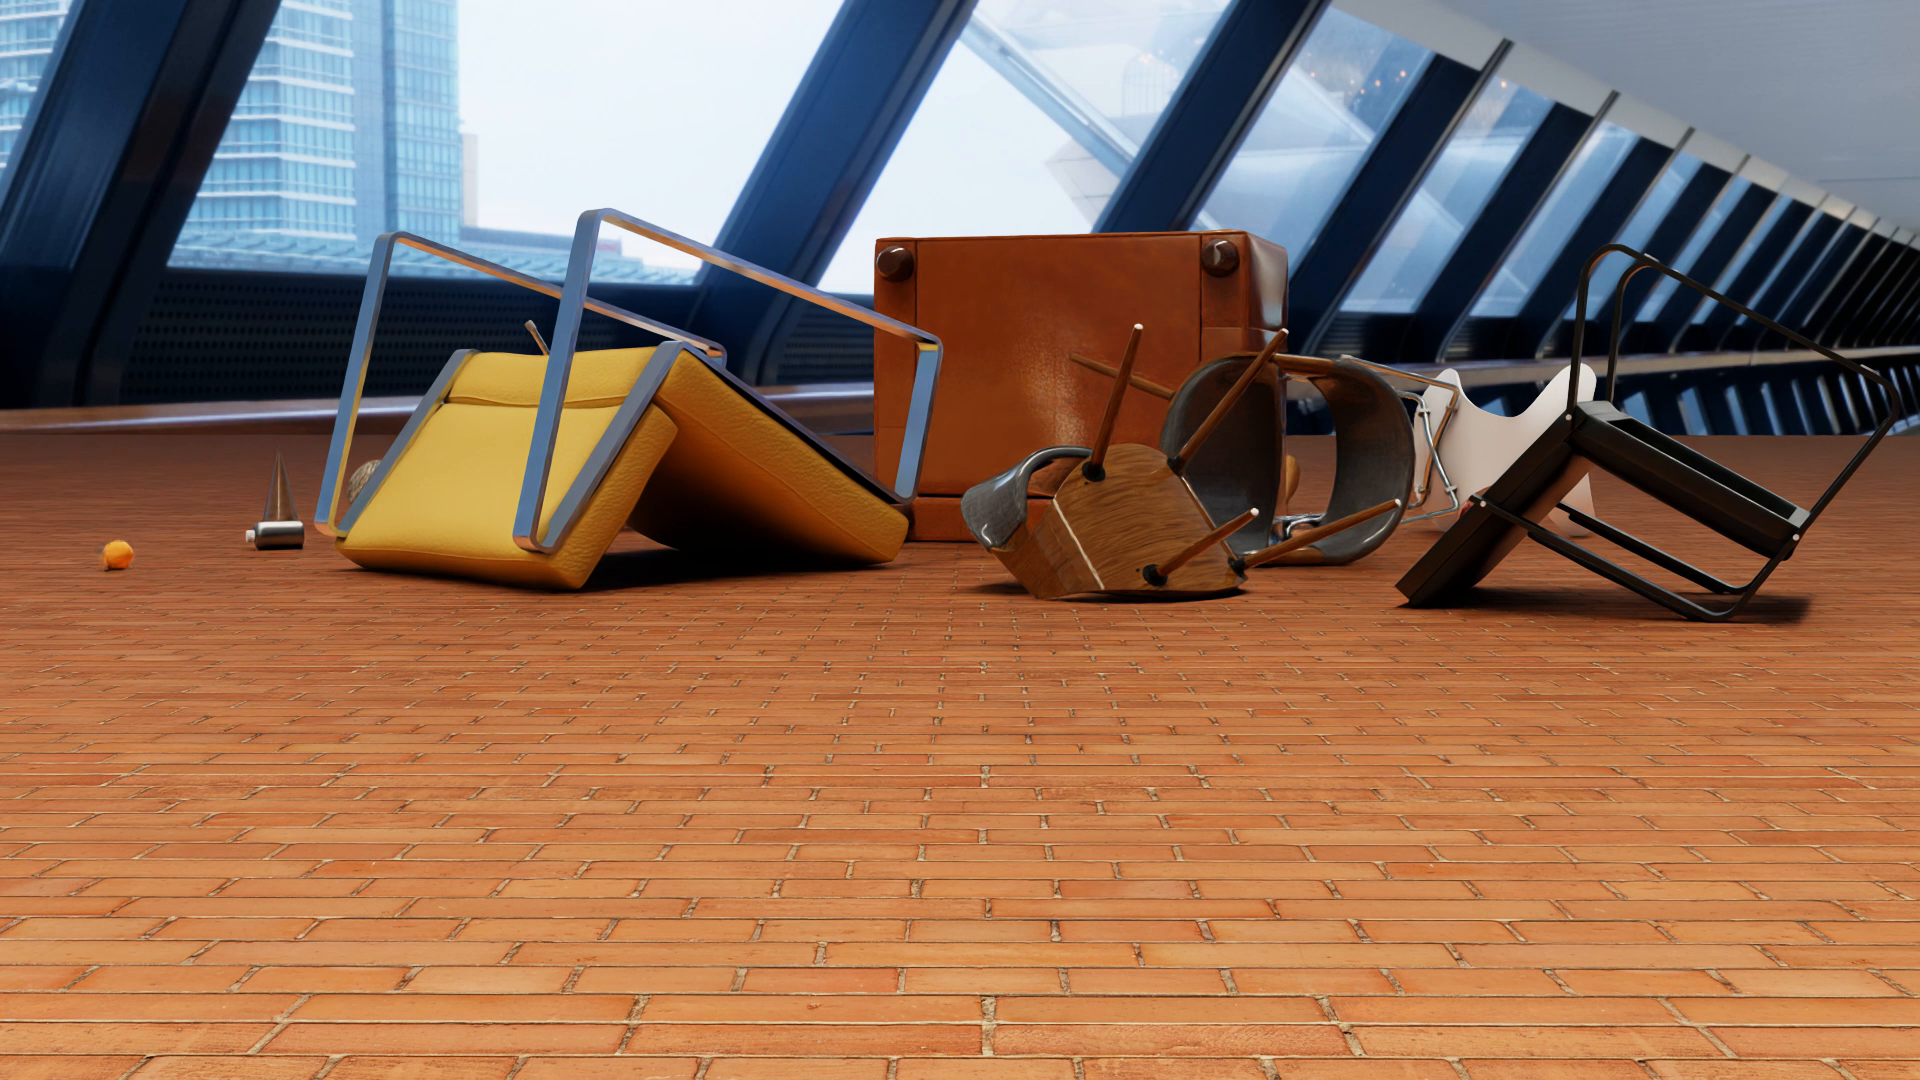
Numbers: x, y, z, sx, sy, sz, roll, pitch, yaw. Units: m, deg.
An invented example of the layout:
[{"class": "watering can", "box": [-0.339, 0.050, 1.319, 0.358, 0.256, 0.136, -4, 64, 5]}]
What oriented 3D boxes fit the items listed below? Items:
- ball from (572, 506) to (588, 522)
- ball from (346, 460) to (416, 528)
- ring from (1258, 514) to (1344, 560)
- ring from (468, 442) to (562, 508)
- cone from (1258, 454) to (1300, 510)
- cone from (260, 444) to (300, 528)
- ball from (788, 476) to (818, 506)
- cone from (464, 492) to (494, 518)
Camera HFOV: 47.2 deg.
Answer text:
[{"class": "ball", "box": [-1.284, -0.090, 7.437, 0.057, 0.057, 0.057, 0, 4, 0]}, {"class": "ball", "box": [-1.877, -0.151, 7.138, 0.220, 0.220, 0.220, 0, 4, 0]}, {"class": "ring", "box": [0.913, -0.008, 5.876, 0.207, 0.110, 0.269, 1, 5, 41]}, {"class": "ring", "box": [-1.659, -0.240, 8.198, 0.350, 0.178, 0.406, -8, -13, -6]}, {"class": "cone", "box": [1.193, -0.164, 8.183, 0.153, 0.228, 0.249, 14, 28, -3]}, {"class": "cone", "box": [-2.249, -0.183, 7.272, 0.125, 0.265, 0.275, -1, 4, -19]}, {"class": "ball", "box": [-0.600, -0.184, 8.385, 0.114, 0.114, 0.114, 0, 4, 0]}, {"class": "cone", "box": [-1.690, -0.099, 7.659, 0.094, 0.103, 0.096, -29, -16, 20]}]
